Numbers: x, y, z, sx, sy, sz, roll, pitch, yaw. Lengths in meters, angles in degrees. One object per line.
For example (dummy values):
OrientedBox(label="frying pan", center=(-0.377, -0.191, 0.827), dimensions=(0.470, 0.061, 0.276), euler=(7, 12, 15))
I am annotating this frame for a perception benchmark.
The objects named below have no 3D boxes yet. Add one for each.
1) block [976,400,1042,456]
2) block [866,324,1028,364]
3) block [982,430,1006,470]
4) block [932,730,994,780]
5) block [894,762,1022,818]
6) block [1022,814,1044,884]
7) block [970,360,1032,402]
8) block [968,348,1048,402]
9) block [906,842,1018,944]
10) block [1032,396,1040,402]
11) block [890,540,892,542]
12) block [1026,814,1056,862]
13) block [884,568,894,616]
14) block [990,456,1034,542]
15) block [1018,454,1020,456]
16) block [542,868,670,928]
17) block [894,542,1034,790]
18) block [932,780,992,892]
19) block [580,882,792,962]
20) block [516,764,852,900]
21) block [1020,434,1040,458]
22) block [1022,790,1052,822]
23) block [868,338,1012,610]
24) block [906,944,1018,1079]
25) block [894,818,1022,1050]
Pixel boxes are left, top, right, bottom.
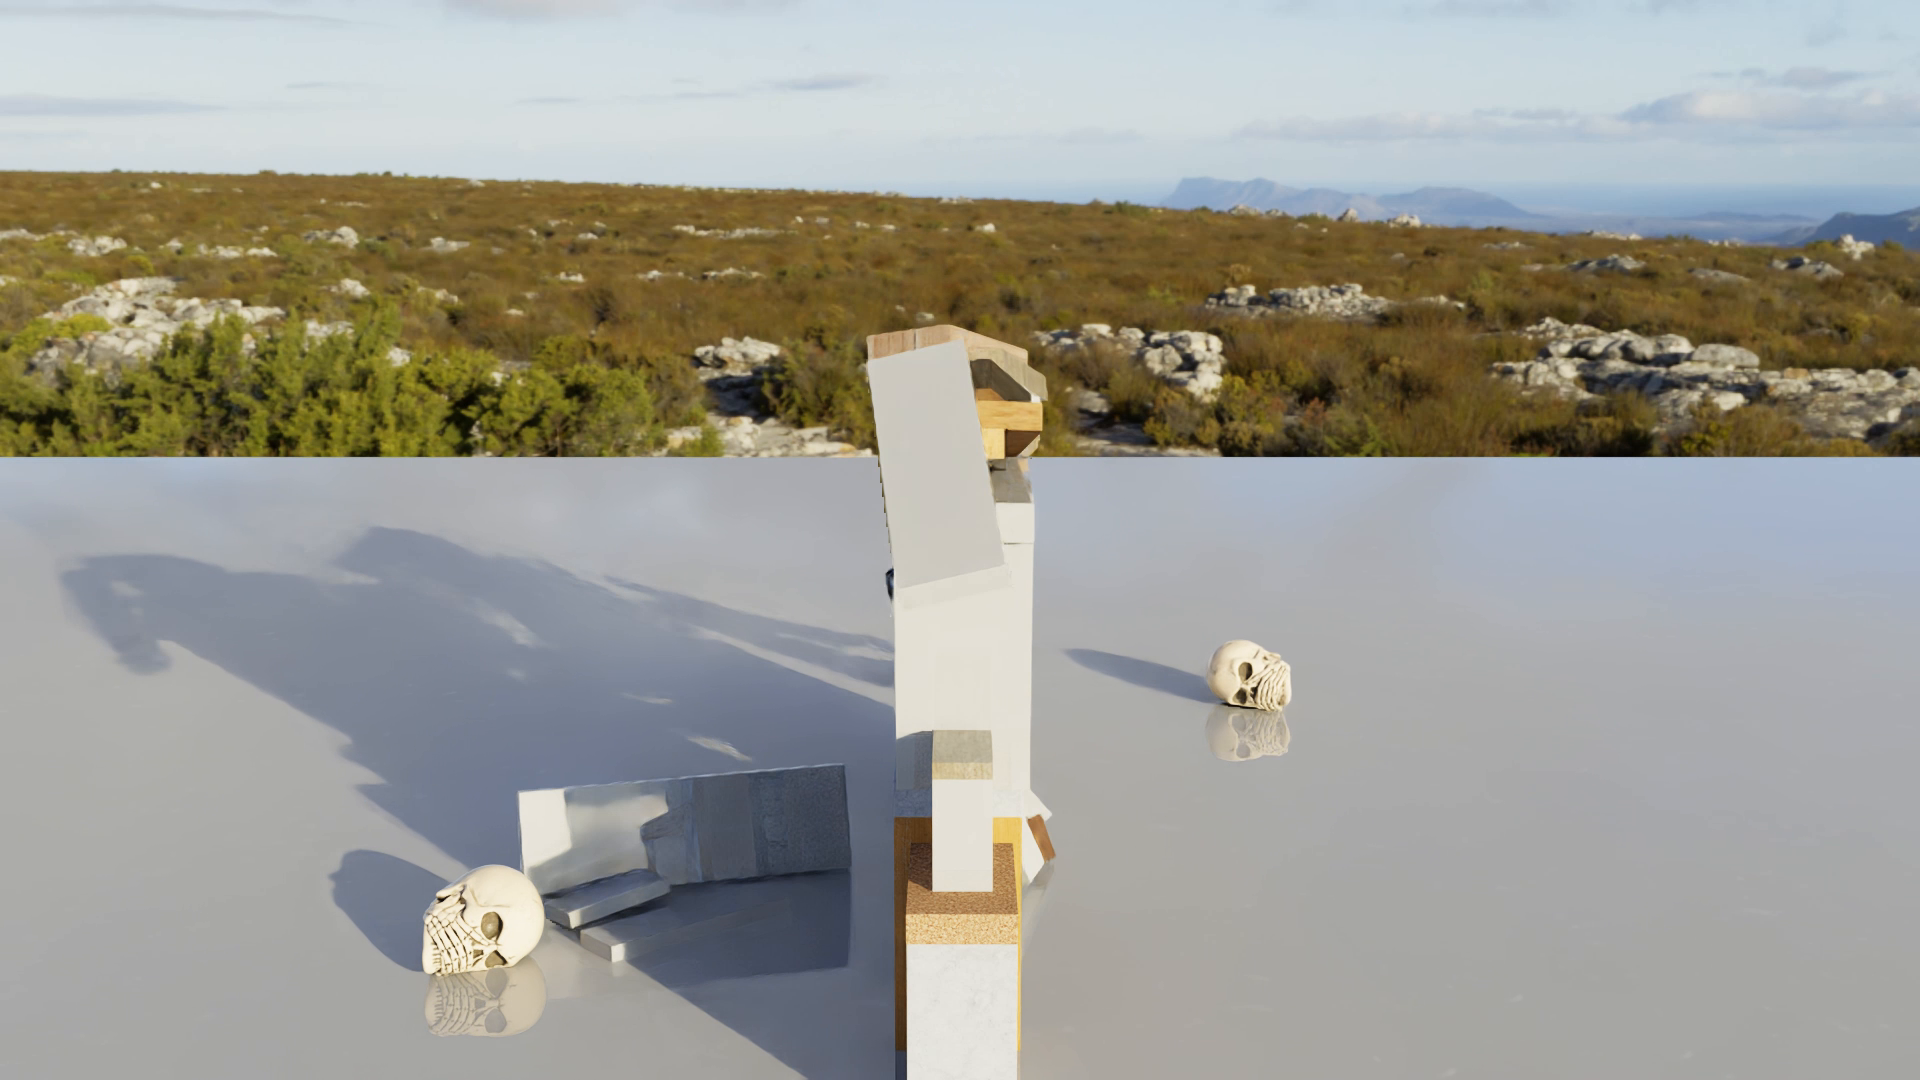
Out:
OrientedBox(label="block", center=(0.026, -0.148, 2.998), dimensions=(0.130, 0.037, 0.281), euler=(1, -6, -7))
OrientedBox(label="block", center=(-0.014, -0.255, 3.048), dimensions=(0.124, 0.035, 0.248), euler=(-6, -6, 26))
OrientedBox(label="block", center=(-0.007, -0.116, 2.846), dimensions=(0.130, 0.037, 0.261), euler=(0, -1, 2))
OrientedBox(label="block", center=(0.003, 0.272, 2.790), dimensions=(0.075, 0.021, 0.150), euler=(0, 11, 0))
OrientedBox(label="block", center=(-0.003, 0.316, 3.113), dimensions=(0.173, 0.049, 0.346), euler=(0, 11, 0))
OrientedBox(label="block", center=(0.058, 0.421, 3.704), dimensions=(0.020, 0.325, 0.070), euler=(-18, 14, 29))
OrientedBox(label="block", center=(0.005, -0.195, 2.908), dimensions=(0.131, 0.037, 0.261), euler=(-1, -6, 13))
OrientedBox(label="block", center=(0.032, -0.222, 3.054), dimensions=(0.124, 0.035, 0.248), euler=(-4, -6, 15))
OrientedBox(label="block", center=(0.003, 0.450, 2.817), dimensions=(0.137, 0.039, 0.274), euler=(0, 11, 0))
OrientedBox(label="block", center=(0.036, -0.180, 3.169), dimensions=(0.090, 0.026, 0.181), euler=(0, -6, -25))
OrientedBox(label="block", center=(-0.011, 0.024, 3.813), dimensions=(0.156, 0.044, 0.491), euler=(7, 7, -10))
OrientedBox(label="block", center=(0.102, 0.529, 3.769), dimensions=(0.023, 0.081, 0.161), euler=(-21, -3, 34))
OrientedBox(label="block", center=(-0.067, 0.203, 4.903), dimensions=(0.146, 0.292, 0.041), euler=(-2, 20, 24))
OrientedBox(label="block", center=(0.005, -0.057, 2.915), dimensions=(0.176, 0.050, 0.353), euler=(0, 12, 0))
OrientedBox(label="block", center=(0.006, -0.111, 3.292), dimensions=(0.168, 0.048, 0.336), euler=(0, 11, 0))
OrientedBox(label="block", center=(-0.574, 0.581, 3.570), dimensions=(0.181, 0.026, 0.090), euler=(-16, 12, -35))
OrientedBox(label="block", center=(0.004, 0.159, 2.874), dimensions=(0.176, 0.353, 0.050), euler=(0, 23, 0))
OrientedBox(label="block", center=(0.003, 0.365, 2.756), dimensions=(0.075, 0.150, 0.021), euler=(0, 11, 0))
OrientedBox(label="block", center=(-0.433, 0.607, 3.507), dimensions=(0.344, 0.026, 0.090), euler=(-9, 14, -41))
OrientedBox(label="block", center=(-0.462, 0.489, 3.713), dimensions=(0.553, 0.175, 0.050), euler=(-3, -3, -17))
OrientedBox(label="block", center=(0.018, -0.166, 4.119), dimensions=(0.175, 0.050, 0.350), euler=(16, 23, 13))
OrientedBox(label="block", center=(0.086, 0.497, 3.886), dimensions=(0.081, 0.023, 0.161), euler=(47, 42, 11))
OrientedBox(label="block", center=(-0.029, -0.086, 2.618), dimensions=(0.124, 0.035, 0.410), euler=(-13, 44, 3))
OrientedBox(label="block", center=(0.003, 0.620, 2.756), dimensions=(0.137, 0.274, 0.039), euler=(0, 11, 0))
OrientedBox(label="block", center=(-0.003, 0.531, 3.035), dimensions=(0.173, 0.346, 0.049), euler=(0, 11, 0))
